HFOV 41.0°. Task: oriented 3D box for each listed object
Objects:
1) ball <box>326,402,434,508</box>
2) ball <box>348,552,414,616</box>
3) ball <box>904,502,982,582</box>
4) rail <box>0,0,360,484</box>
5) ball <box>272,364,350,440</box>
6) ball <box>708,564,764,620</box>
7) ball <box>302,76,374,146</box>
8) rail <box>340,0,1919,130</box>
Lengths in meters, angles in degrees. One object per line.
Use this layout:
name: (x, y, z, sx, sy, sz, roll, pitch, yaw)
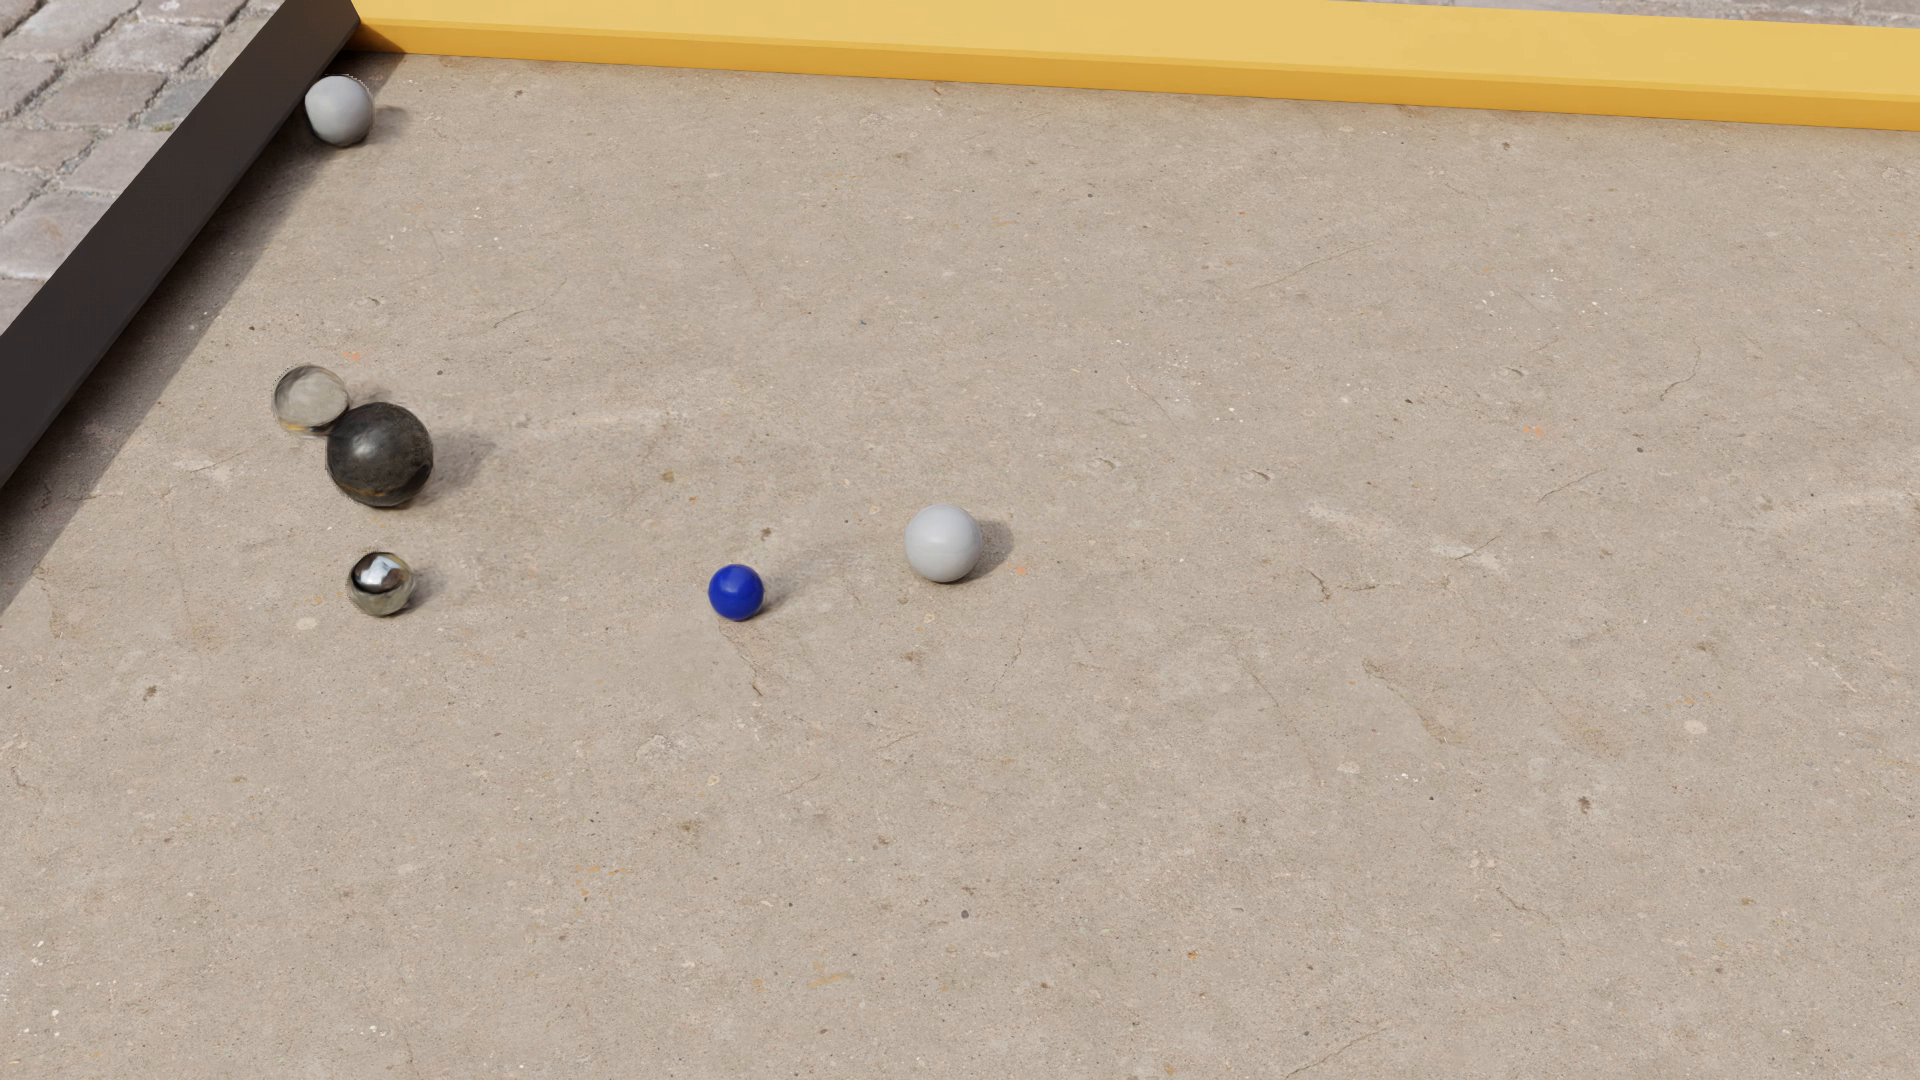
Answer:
ball: (-0.452, -0.066, 1.998, 0.082, 0.082, 0.082, 0, 35, 0)
ball: (-0.426, 0.032, 1.887, 0.047, 0.047, 0.047, 0, 35, 0)
ball: (-0.013, 0.002, 1.920, 0.060, 0.060, 0.060, 0, 35, 0)
rail: (-0.742, -0.072, 1.983, 0.045, 0.107, 1.739, 4, 35, 6)
ball: (-0.527, -0.112, 2.083, 0.060, 0.060, 0.060, 0, 35, 0)
ball: (-0.165, 0.038, 1.884, 0.041, 0.041, 0.041, 0, 35, 0)
ball: (-0.611, -0.422, 2.521, 0.068, 0.068, 0.068, 0, 35, 0)
rail: (0.868, -0.447, 2.522, 3.084, 0.107, 0.045, 4, 35, 6)
